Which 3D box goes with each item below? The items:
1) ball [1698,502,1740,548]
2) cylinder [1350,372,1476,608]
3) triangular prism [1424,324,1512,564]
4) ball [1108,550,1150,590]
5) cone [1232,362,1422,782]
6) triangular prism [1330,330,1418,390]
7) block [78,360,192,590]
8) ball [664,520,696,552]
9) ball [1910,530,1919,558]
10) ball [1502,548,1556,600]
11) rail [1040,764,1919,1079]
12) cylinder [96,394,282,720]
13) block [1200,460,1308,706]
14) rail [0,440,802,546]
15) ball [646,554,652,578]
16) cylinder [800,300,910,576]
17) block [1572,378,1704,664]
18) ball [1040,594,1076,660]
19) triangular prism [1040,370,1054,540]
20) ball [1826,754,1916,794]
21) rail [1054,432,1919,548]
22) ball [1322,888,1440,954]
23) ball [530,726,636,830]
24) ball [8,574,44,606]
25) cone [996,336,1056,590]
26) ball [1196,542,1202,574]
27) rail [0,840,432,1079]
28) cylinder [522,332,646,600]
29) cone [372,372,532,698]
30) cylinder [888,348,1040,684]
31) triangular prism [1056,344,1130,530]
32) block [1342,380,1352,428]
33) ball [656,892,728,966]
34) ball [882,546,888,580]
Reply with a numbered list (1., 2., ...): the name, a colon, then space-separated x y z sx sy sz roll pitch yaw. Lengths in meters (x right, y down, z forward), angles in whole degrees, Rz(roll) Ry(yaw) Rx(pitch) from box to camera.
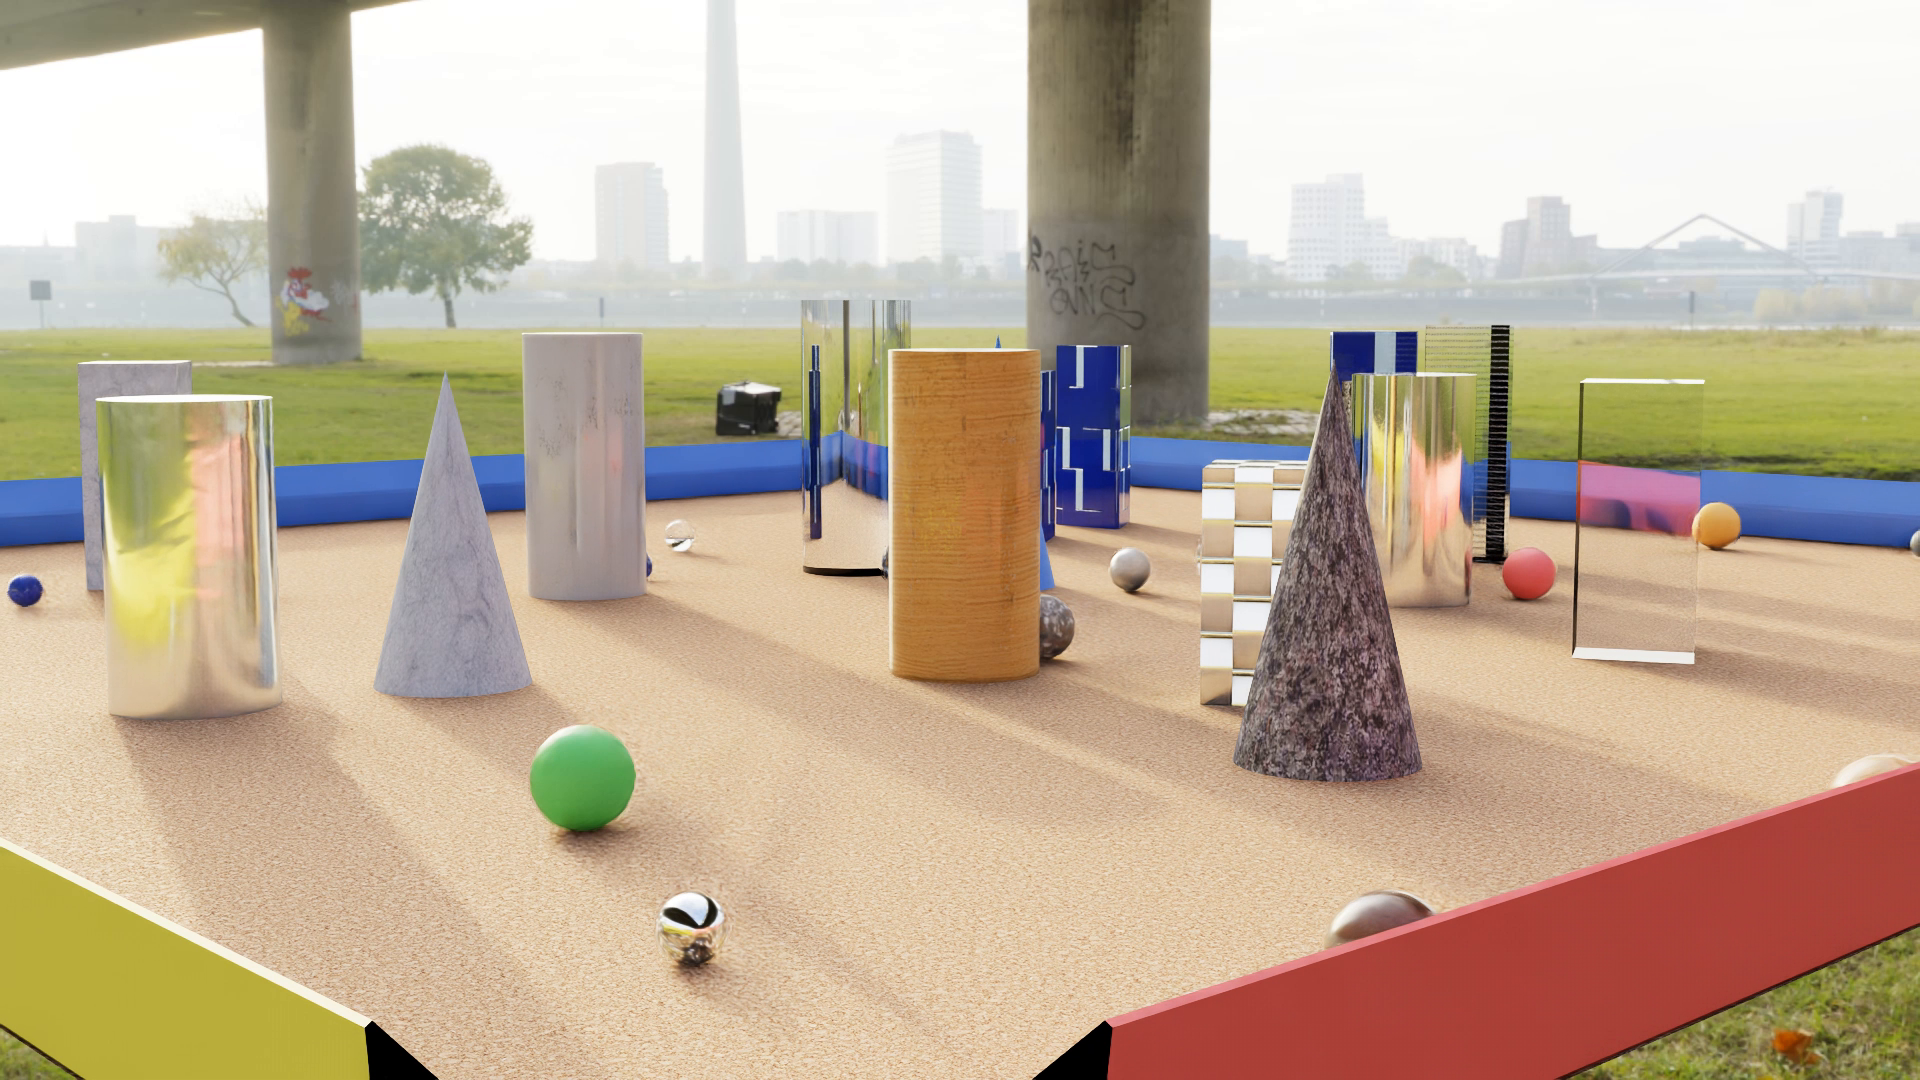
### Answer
1. ball: 1.393 -0.026 4.048 0.084 0.084 0.084 0 6 0
2. cylinder: 0.682 -0.079 3.322 0.184 0.342 0.184 0 6 0
3. triangular prism: 0.920 -0.173 3.882 0.159 0.412 0.138 4 7 36
4. ball: 0.266 0.047 3.448 0.066 0.066 0.066 0 6 0
5. cone: 0.360 0.021 2.135 0.184 0.394 0.184 0 6 0
6. triangular prism: 0.777 -0.198 4.185 0.159 0.397 0.138 0 6 4
7. block: -1.314 -0.107 3.525 0.147 0.355 0.147 -1 6 -10
8. ball: -0.510 -0.007 4.004 0.055 0.055 0.055 0 6 0
9. ball: 1.700 0.007 3.858 0.058 0.058 0.058 0 6 0
10. ball: 0.867 0.050 3.350 0.079 0.079 0.079 0 6 0
11. rail: 1.182 0.167 2.059 3.571 0.119 0.045 -6 8 -42
12. cylinder: -0.854 0.014 2.442 0.184 0.343 0.184 0 6 0
13. block: 0.356 0.047 2.504 0.147 0.265 0.147 1 6 12
14. rail: -1.182 -0.104 4.606 3.571 0.119 0.045 -6 8 -42
15. ball: -0.523 0.043 3.568 0.049 0.049 0.049 0 6 0
16. cylinder: -0.174 -0.175 3.696 0.184 0.454 0.184 0 6 0
17. block: 0.870 -0.029 2.819 0.147 0.349 0.147 2 6 19
18. ball: 0.104 0.110 2.777 0.082 0.082 0.082 0 6 0
19. triangular prism: 0.137 -0.163 4.217 0.159 0.321 0.138 5 8 40
20. ball: 0.730 0.216 1.737 0.092 0.092 0.092 0 6 0
21. rail: 1.295 -0.095 4.520 0.045 0.119 3.533 -6 8 -42
22. ball: 0.269 0.260 1.379 0.081 0.081 0.081 0 6 0
23. ball: -0.322 0.203 1.873 0.089 0.089 0.089 0 6 0
24. ball: -1.387 0.075 3.265 0.049 0.049 0.049 0 6 0
25. cone: 0.060 -0.127 3.494 0.184 0.402 0.184 0 6 0
26. ball: 0.421 0.028 3.528 0.086 0.086 0.086 0 6 0
27. rail: -1.295 0.158 2.144 0.045 0.119 3.533 -6 8 -42
28. cylinder: -0.580 -0.118 3.403 0.184 0.403 0.184 0 6 0
29. cone: -0.599 -0.014 2.581 0.184 0.371 0.184 0 6 0
30. cylinder: 0.005 -0.034 2.671 0.184 0.392 0.184 0 6 0
31. triangular prism: 0.302 -0.214 4.483 0.159 0.365 0.138 6 8 42
32. block: 0.734 -0.103 3.652 0.147 0.320 0.147 -2 6 -21
33. ball: -0.182 0.263 1.492 0.049 0.049 0.049 0 6 0
34. ball: -0.081 0.036 3.451 0.086 0.086 0.086 0 6 0
